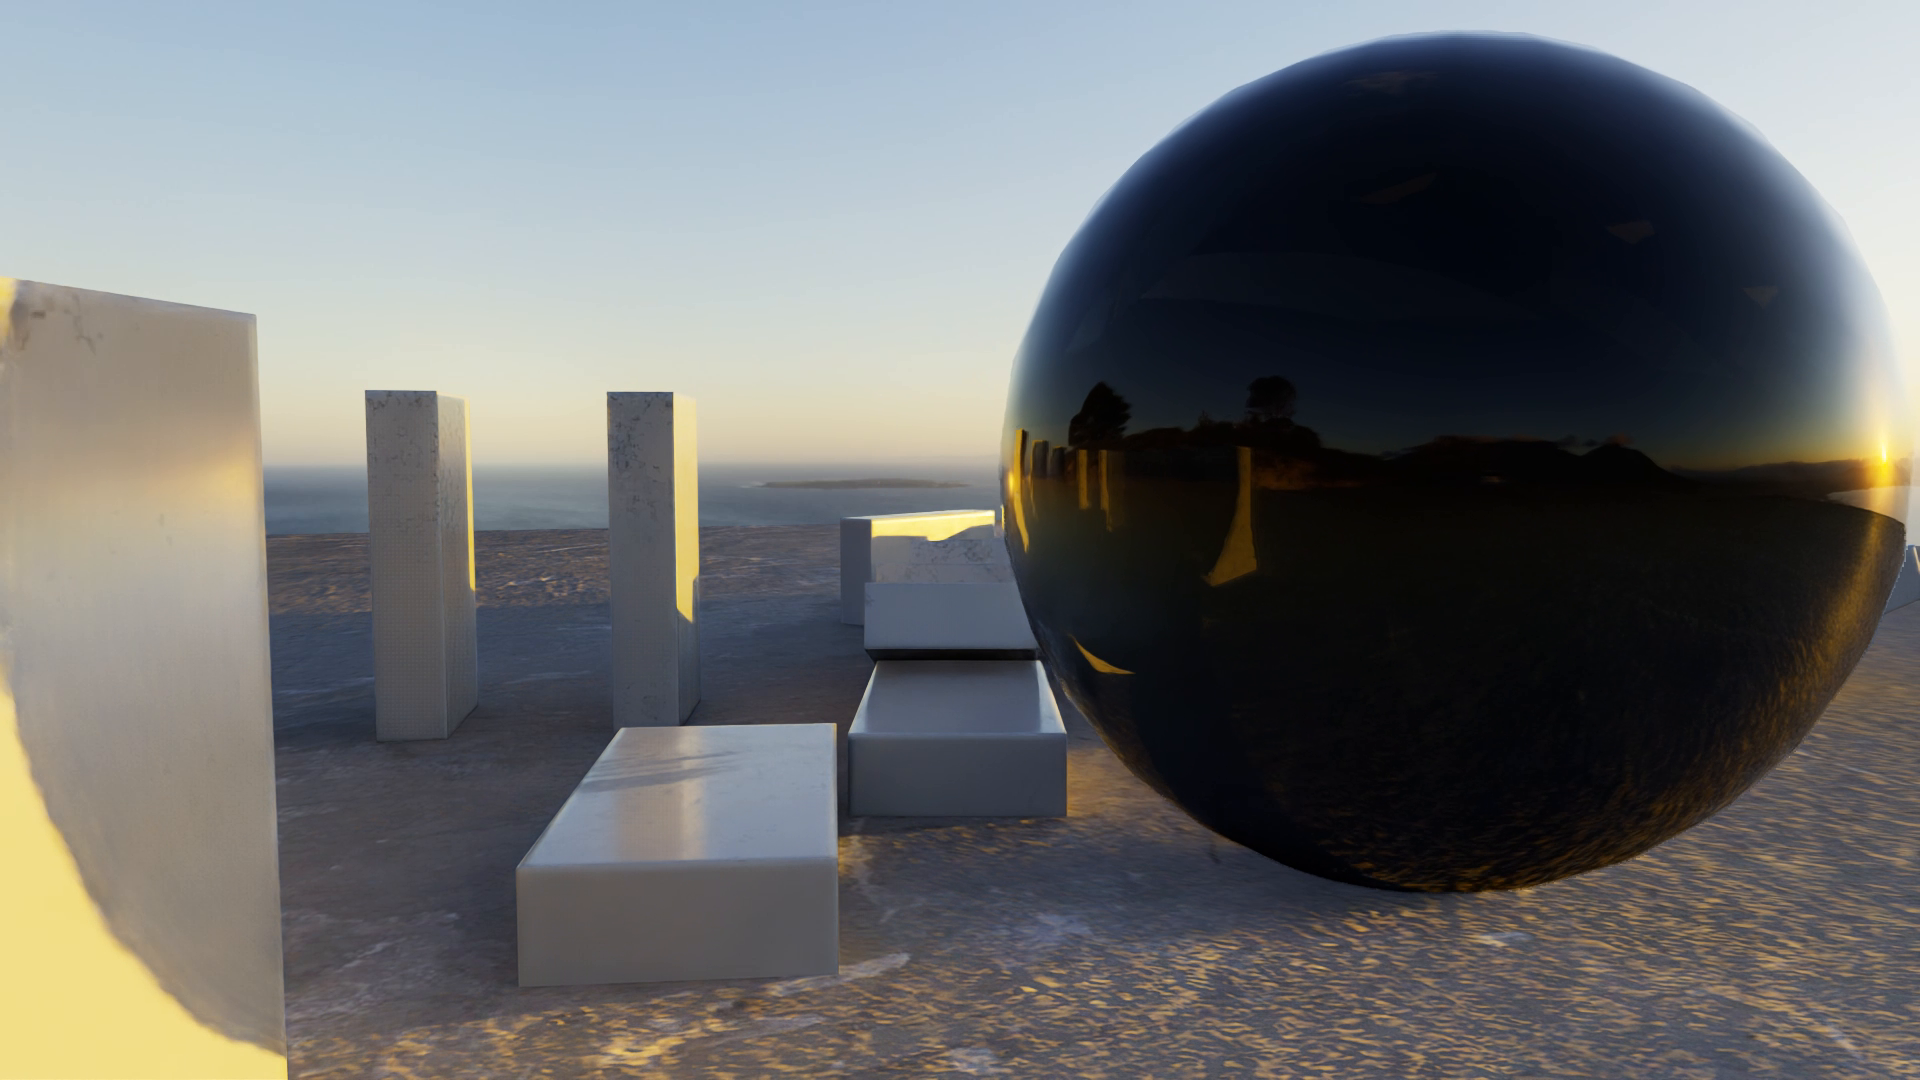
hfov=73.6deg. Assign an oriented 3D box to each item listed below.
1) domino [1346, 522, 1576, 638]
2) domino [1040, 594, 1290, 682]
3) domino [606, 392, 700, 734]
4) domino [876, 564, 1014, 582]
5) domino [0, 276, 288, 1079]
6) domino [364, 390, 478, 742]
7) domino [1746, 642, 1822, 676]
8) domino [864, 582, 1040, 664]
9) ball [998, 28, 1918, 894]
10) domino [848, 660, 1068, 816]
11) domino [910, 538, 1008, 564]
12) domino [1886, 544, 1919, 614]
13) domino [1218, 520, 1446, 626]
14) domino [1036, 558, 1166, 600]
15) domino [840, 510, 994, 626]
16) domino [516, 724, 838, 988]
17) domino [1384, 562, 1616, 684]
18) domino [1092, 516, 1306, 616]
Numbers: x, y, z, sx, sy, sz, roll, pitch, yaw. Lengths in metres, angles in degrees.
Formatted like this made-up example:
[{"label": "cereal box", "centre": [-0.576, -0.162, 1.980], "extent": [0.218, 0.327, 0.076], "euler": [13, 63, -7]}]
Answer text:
[{"label": "domino", "centre": [0.117, 0.008, 0.295], "extent": [0.025, 0.010, 0.050], "euler": [4, 16, -32]}, {"label": "domino", "centre": [0.038, 0.019, 0.257], "extent": [0.025, 0.009, 0.050], "euler": [-3, 5, -36]}, {"label": "domino", "centre": [-0.047, 0.003, 0.199], "extent": [0.010, 0.050, 0.025], "euler": [0, 4, -4]}, {"label": "domino", "centre": [-0.002, 0.013, 0.244], "extent": [0.025, 0.010, 0.050], "euler": [0, -11, 0]}, {"label": "domino", "centre": [-0.047, 0.013, 0.065], "extent": [0.010, 0.050, 0.025], "euler": [1, 4, 7]}, {"label": "domino", "centre": [-0.081, 0.003, 0.194], "extent": [0.010, 0.050, 0.025], "euler": [-1, 4, -11]}, {"label": "domino", "centre": [0.155, 0.018, 0.262], "extent": [0.050, 0.009, 0.025], "euler": [-4, 6, -43]}, {"label": "domino", "centre": [-0.001, 0.016, 0.207], "extent": [0.025, 0.009, 0.050], "euler": [0, -11, 0]}, {"label": "ball", "centre": [0.044, -0.007, 0.125], "extent": [0.080, 0.080, 0.080], "euler": [0, 4, 0]}, {"label": "domino", "centre": [0.000, 0.025, 0.171], "extent": [0.025, 0.010, 0.050], "euler": [0, 4, 0]}, {"label": "domino", "centre": [0.003, 0.010, 0.278], "extent": [0.025, 0.009, 0.050], "euler": [-2, -12, 1]}, {"label": "domino", "centre": [0.138, 0.013, 0.227], "extent": [0.050, 0.009, 0.025], "euler": [-20, 8, -8]}, {"label": "domino", "centre": [0.093, 0.007, 0.319], "extent": [0.025, 0.009, 0.050], "euler": [-1, 19, -43]}, {"label": "domino", "centre": [0.029, 0.011, 0.353], "extent": [0.050, 0.010, 0.025], "euler": [3, 5, 33]}, {"label": "domino", "centre": [-0.010, 0.006, 0.322], "extent": [0.009, 0.025, 0.050], "euler": [3, 5, 37]}, {"label": "domino", "centre": [-0.025, 0.028, 0.126], "extent": [0.025, 0.010, 0.050], "euler": [0, 4, -6]}, {"label": "domino", "centre": [0.102, 0.015, 0.241], "extent": [0.025, 0.010, 0.050], "euler": [-29, -15, 37]}, {"label": "domino", "centre": [0.063, 0.006, 0.338], "extent": [0.050, 0.009, 0.025], "euler": [21, 15, 32]}]
